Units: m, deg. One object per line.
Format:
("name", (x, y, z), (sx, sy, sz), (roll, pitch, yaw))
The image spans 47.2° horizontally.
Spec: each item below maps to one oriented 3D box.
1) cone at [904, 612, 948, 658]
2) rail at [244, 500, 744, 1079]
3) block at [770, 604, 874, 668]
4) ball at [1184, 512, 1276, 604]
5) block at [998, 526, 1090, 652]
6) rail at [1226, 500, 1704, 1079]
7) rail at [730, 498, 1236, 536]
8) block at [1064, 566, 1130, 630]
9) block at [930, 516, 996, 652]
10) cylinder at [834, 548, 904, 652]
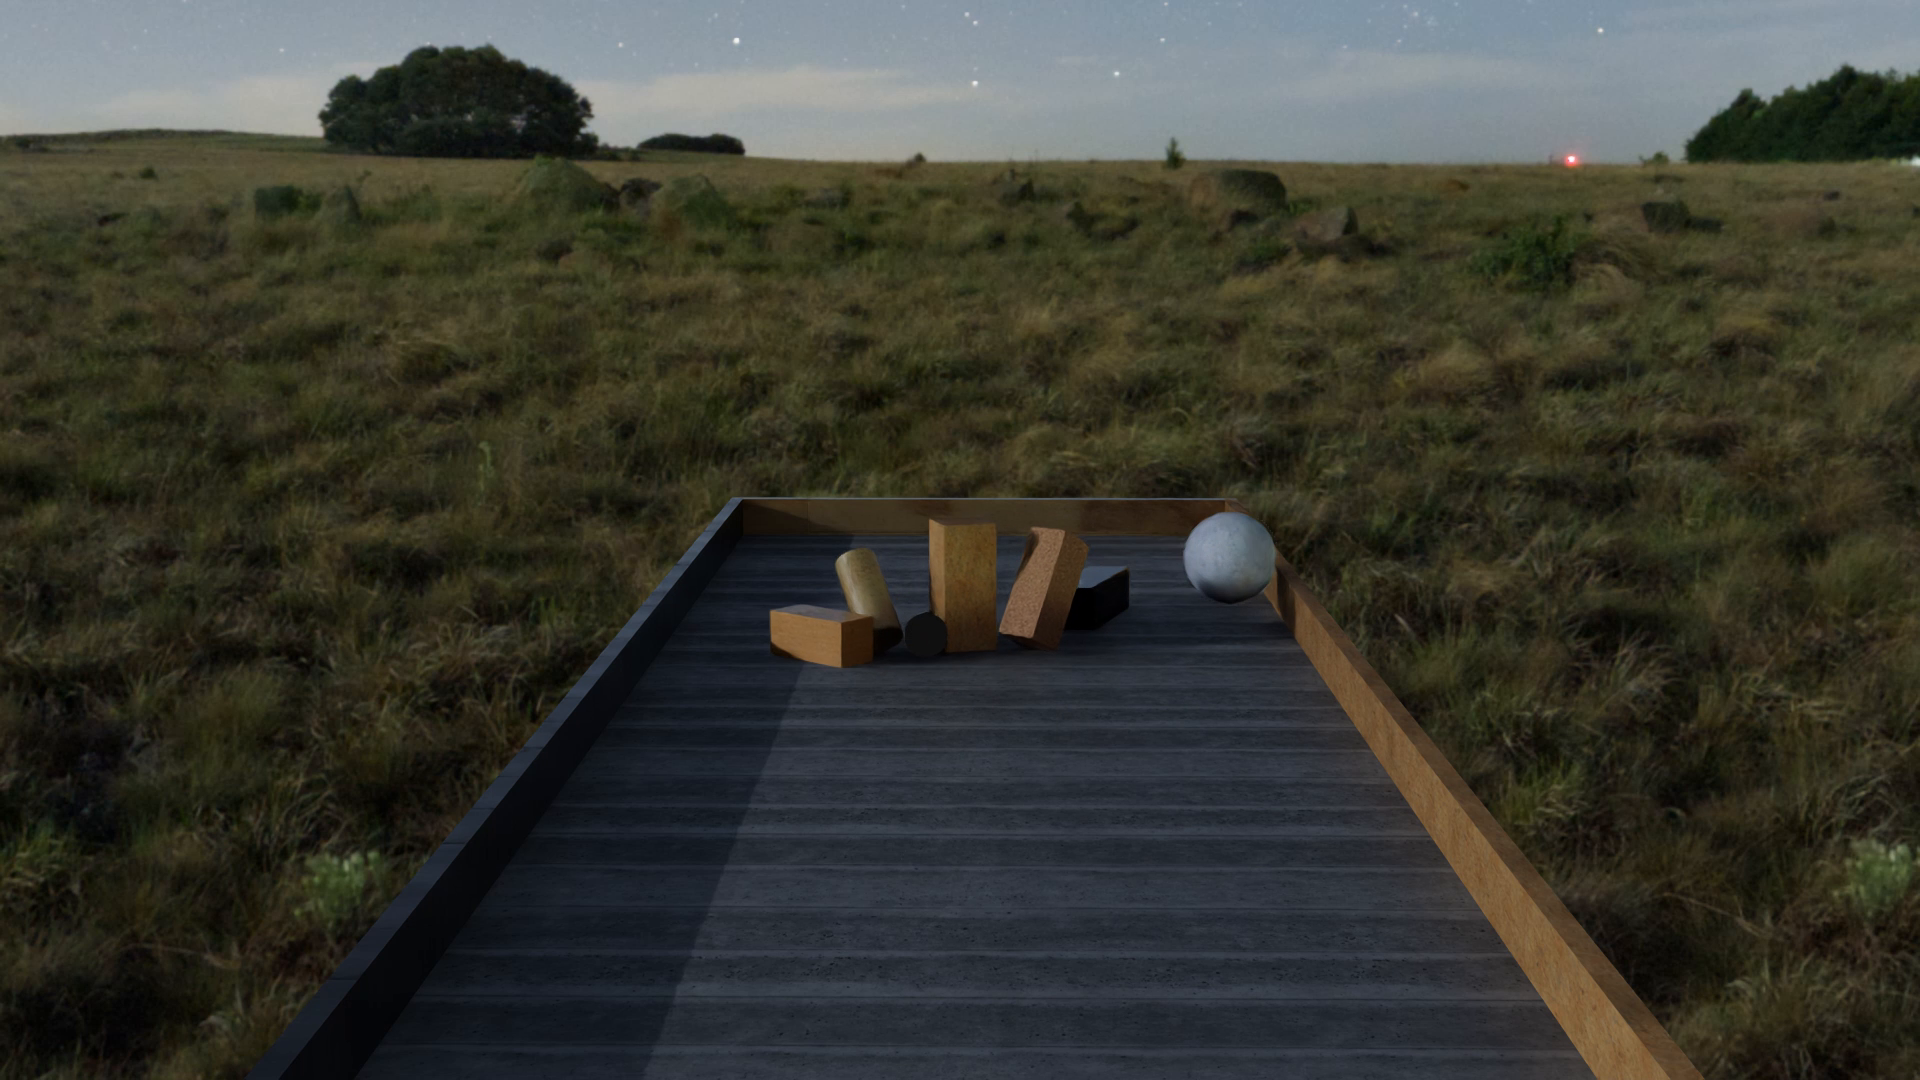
("cone", (-0.137, 0.294, 6.938), (0.136, 0.136, 0.402), (-2, -1, -10))
("rail", (-1.004, 0.839, 3.234), (0.050, 0.150, 12.000), (0, 9, 1))
("block", (-0.424, 0.292, 6.727), (0.302, 0.138, 0.138), (8, 12, 40))
("ball", (0.890, 0.058, 7.259), (0.304, 0.304, 0.304), (0, 9, 0))
("block", (0.262, 0.152, 6.844), (0.136, 0.354, 0.136), (8, -16, 41))
("rail", (1.046, 0.843, 3.208), (0.050, 0.150, 12.000), (0, 9, 1))
("rail", (0.099, -0.098, 9.147), (2.100, 0.150, 0.050), (0, 9, 1))
("block", (0.437, 0.192, 7.330), (0.141, 0.141, 0.431), (1, 9, 20))
("block", (0.008, 0.138, 6.867), (0.167, 0.396, 0.167), (-3, 9, -16))
("cylinder", (-0.284, 0.188, 6.839), (0.134, 0.303, 0.134), (-15, -32, -10))
